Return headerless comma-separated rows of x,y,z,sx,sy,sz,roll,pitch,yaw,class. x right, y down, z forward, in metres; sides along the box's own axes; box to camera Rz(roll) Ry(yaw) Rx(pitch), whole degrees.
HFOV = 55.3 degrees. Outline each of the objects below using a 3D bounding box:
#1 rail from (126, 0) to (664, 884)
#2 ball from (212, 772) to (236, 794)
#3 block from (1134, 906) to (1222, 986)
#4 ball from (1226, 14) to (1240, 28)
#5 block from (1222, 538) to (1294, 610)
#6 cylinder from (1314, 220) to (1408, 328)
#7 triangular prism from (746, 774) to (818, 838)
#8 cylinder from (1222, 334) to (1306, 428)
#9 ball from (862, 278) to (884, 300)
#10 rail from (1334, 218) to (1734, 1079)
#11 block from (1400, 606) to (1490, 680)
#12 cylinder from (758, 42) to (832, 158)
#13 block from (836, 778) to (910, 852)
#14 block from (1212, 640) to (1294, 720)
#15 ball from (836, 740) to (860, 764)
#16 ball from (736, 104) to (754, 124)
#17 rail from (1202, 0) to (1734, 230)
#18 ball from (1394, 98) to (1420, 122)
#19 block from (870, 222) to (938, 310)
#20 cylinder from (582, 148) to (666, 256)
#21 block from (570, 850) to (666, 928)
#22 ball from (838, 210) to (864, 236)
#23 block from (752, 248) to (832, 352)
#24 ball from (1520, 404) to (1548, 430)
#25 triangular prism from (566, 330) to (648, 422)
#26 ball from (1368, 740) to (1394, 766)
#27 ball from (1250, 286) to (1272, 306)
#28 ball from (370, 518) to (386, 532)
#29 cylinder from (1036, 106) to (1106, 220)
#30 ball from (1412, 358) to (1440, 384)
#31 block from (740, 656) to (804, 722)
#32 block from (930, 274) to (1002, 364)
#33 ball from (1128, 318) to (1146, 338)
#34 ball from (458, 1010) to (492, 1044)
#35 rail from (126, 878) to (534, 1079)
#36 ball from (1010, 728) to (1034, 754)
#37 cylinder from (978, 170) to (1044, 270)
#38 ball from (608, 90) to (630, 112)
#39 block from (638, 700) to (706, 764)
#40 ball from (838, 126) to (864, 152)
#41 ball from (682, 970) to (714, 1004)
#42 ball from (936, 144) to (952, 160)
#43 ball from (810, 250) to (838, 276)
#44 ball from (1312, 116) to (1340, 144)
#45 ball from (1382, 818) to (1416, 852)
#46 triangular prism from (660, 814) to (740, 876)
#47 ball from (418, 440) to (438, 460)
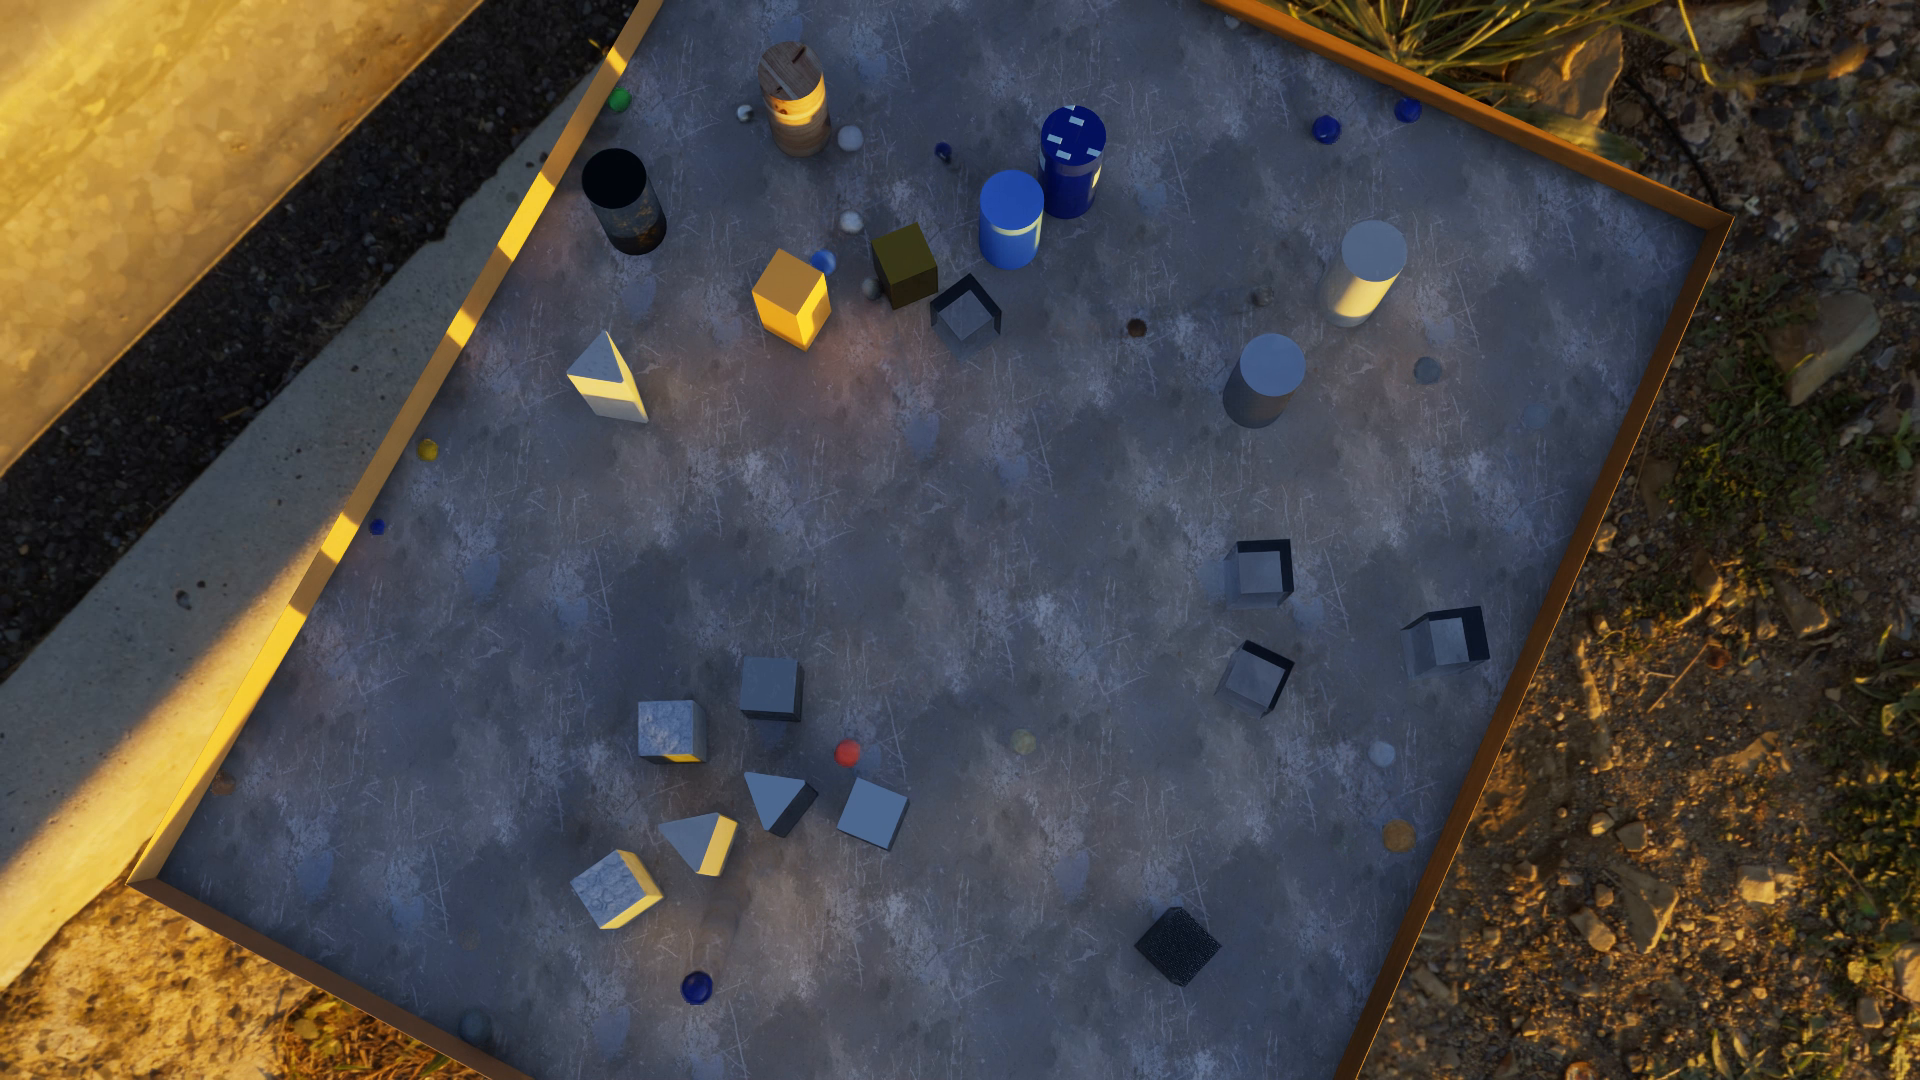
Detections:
-1.498,-0.727,5.702,0.045,0.125,3.979,26,80,5,rail
-2.185,0.720,5.434,0.066,0.066,0.066,0,78,0,ball
0.618,1.158,5.225,0.154,0.297,0.154,43,82,8,block
0.885,-1.680,5.942,0.043,0.043,0.043,0,78,0,ball
0.885,0.105,5.446,0.154,0.291,0.154,-3,78,-1,block
1.214,-0.805,5.571,0.193,0.415,0.193,0,78,0,cylinder
-0.530,0.727,5.221,0.145,0.479,0.167,38,81,7,triangular prism
0.914,-0.476,5.532,0.193,0.358,0.193,0,78,0,cylinder
-0.274,-0.786,5.743,0.070,0.070,0.070,0,78,0,ball
1.498,0.740,5.398,0.045,0.125,3.979,26,80,5,rail
1.420,0.306,5.382,0.154,0.336,0.154,-7,78,-1,block
-0.509,-1.361,5.685,0.193,0.417,0.193,0,78,0,cylinder
-0.249,0.799,5.314,0.154,0.269,0.154,22,79,4,block
0.864,0.413,5.404,0.154,0.249,0.154,26,79,5,block
-0.333,0.631,5.448,0.075,0.075,0.075,0,78,0,ball
-0.688,-1.366,5.868,0.061,0.061,0.061,0,78,0,ball
0.879,-1.715,5.906,3.398,0.125,0.045,26,80,5,rail
1.429,-1.375,5.860,0.080,0.080,0.080,0,78,0,ball
-0.170,-0.845,5.671,0.154,0.235,0.154,-23,79,-5,block
-1.028,-1.035,5.632,0.193,0.389,0.193,0,78,0,cylinder
-0.971,0.998,5.231,0.154,0.351,0.154,-35,80,-7,block
-0.345,-1.003,5.782,0.082,0.082,0.082,0,78,0,ball
-0.510,-0.727,5.588,0.154,0.350,0.154,30,80,6,block
1.773,-0.379,5.654,0.080,0.080,0.080,0,78,0,ball
-1.040,-0.493,5.499,0.167,0.430,0.145,9,78,2,triangular prism
1.252,0.634,5.446,0.077,0.077,0.077,0,78,0,ball
0.943,-0.764,5.741,0.065,0.065,0.065,0,78,0,ball
-1.780,-0.043,5.603,0.044,0.044,0.044,0,78,0,ball
0.337,-1.157,5.641,0.193,0.421,0.193,0,78,0,cylinder
1.446,-0.526,5.684,0.081,0.081,0.081,0,78,0,ball
-0.551,0.441,5.396,0.154,0.253,0.154,4,78,1,block
0.018,-0.679,5.635,0.154,0.238,0.154,-37,81,-7,block
0.551,-0.661,5.724,0.058,0.058,0.058,0,78,0,ball
-1.395,1.403,5.277,0.097,0.097,0.097,0,78,0,ball
-0.879,1.729,5.194,3.398,0.125,0.045,26,80,5,rail
0.186,0.598,5.456,0.073,0.073,0.073,0,78,0,ball
0.156,-0.983,5.647,0.193,0.339,0.193,0,78,0,cylinder
-1.094,-1.406,5.871,0.071,0.071,0.071,0,78,0,ball
-0.836,0.564,5.349,0.154,0.295,0.154,-2,78,0,block
-0.349,-1.278,5.840,0.081,0.081,0.081,0,78,0,ball
-0.759,1.293,5.303,0.090,0.090,0.090,0,78,0,ball
-0.050,-1.239,5.847,0.051,0.051,0.051,0,78,0,ball
-0.427,-0.871,5.755,0.082,0.082,0.082,0,78,0,ball
1.167,-1.309,5.843,0.087,0.087,0.087,0,78,0,ball
1.290,0.869,5.388,0.096,0.096,0.096,0,78,0,ball
-0.710,0.838,5.200,0.145,0.476,0.167,-41,81,-8,triangular prism
-1.639,-0.278,5.643,0.061,0.061,0.061,0,78,0,ball
